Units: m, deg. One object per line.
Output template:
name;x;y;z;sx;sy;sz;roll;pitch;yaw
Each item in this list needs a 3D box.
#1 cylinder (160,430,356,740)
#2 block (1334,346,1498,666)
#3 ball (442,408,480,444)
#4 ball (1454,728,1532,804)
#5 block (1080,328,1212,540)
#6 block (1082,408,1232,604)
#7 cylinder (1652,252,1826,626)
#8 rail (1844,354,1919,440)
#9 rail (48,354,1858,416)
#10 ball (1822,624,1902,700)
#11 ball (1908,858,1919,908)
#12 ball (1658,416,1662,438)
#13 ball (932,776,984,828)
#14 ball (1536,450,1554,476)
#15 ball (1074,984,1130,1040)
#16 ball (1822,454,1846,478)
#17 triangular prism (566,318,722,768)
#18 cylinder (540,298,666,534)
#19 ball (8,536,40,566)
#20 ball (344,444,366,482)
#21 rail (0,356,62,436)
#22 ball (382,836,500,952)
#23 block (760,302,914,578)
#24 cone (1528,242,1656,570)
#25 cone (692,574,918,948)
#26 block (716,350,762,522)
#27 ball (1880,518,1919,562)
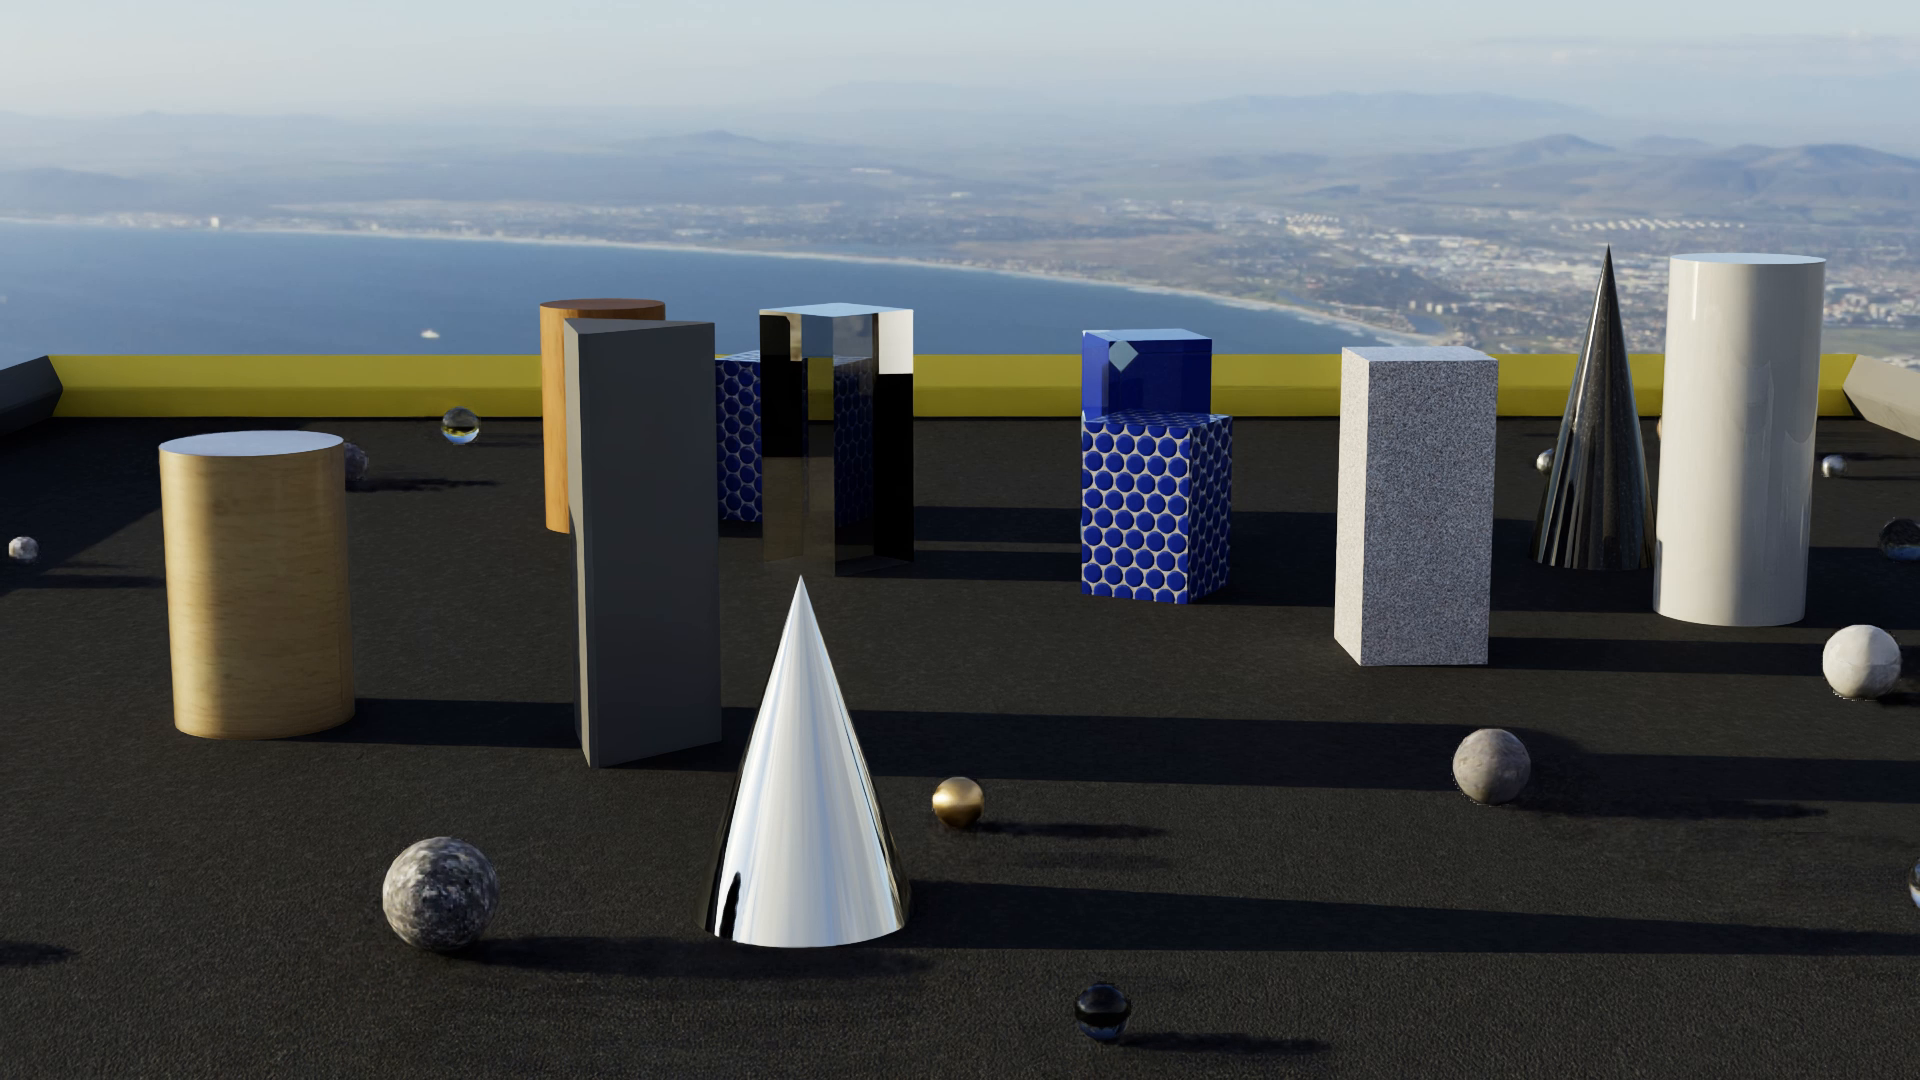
cylinder;-0.785;0.047;2.873;0.198;0.314;0.198;0;10;0
block;0.566;-0.045;3.199;0.158;0.376;0.158;-1;11;-3
ball;-0.972;-0.222;4.987;0.072;0.072;0.072;0;10;0
ball;0.531;0.225;2.559;0.076;0.076;0.076;0;10;0
block;0.281;-0.150;3.904;0.158;0.325;0.158;-2;11;-12
block;0.276;-0.050;3.593;0.158;0.242;0.158;5;12;27
cylinder;1.038;-0.138;3.424;0.198;0.475;0.198;0;10;0
rail;1.872;0.031;3.459;0.045;0.128;3.924;0;10;0
rail;-0.011;-0.320;5.355;3.792;0.128;0.045;0;10;0
ball;1.047;0.141;2.980;0.088;0.088;0.088;0;10;0
ball;0.850;0.297;2.209;0.063;0.063;0.063;0;10;0
ball;1.371;-0.211;4.856;0.099;0.099;0.099;0;10;0
ball;-0.001;0.253;2.479;0.050;0.050;0.050;0;10;0
ball;1.057;-0.138;4.594;0.049;0.049;0.049;0;10;0
ball;0.108;0.357;1.940;0.043;0.043;0.043;0;10;0
ball;1.559;-0.132;4.578;0.043;0.043;0.043;0;10;0
triangular prism;-0.374;-0.006;2.761;0.171;0.457;0.148;-10;14;-43
cylinder;-0.566;-0.200;4.092;0.198;0.354;0.198;0;10;0
ball;-1.380;0.016;3.781;0.044;0.044;0.044;0;10;0
ball;-1.086;-0.138;4.544;0.068;0.068;0.068;0;10;0
rail;-1.872;0.035;3.438;0.045;0.128;3.924;0;10;0
ball;-0.432;0.295;2.133;0.095;0.095;0.095;0;10;0
block;-0.180;-0.151;3.773;0.158;0.375;0.158;10;15;44
cone;0.950;-0.205;3.800;0.198;0.471;0.198;0;10;0
cone;-0.136;0.176;2.215;0.198;0.299;0.198;0;10;0
block;-0.297;-0.170;4.193;0.158;0.260;0.158;5;11;24
ball;1.397;0.001;3.802;0.065;0.065;0.065;0;10;0
